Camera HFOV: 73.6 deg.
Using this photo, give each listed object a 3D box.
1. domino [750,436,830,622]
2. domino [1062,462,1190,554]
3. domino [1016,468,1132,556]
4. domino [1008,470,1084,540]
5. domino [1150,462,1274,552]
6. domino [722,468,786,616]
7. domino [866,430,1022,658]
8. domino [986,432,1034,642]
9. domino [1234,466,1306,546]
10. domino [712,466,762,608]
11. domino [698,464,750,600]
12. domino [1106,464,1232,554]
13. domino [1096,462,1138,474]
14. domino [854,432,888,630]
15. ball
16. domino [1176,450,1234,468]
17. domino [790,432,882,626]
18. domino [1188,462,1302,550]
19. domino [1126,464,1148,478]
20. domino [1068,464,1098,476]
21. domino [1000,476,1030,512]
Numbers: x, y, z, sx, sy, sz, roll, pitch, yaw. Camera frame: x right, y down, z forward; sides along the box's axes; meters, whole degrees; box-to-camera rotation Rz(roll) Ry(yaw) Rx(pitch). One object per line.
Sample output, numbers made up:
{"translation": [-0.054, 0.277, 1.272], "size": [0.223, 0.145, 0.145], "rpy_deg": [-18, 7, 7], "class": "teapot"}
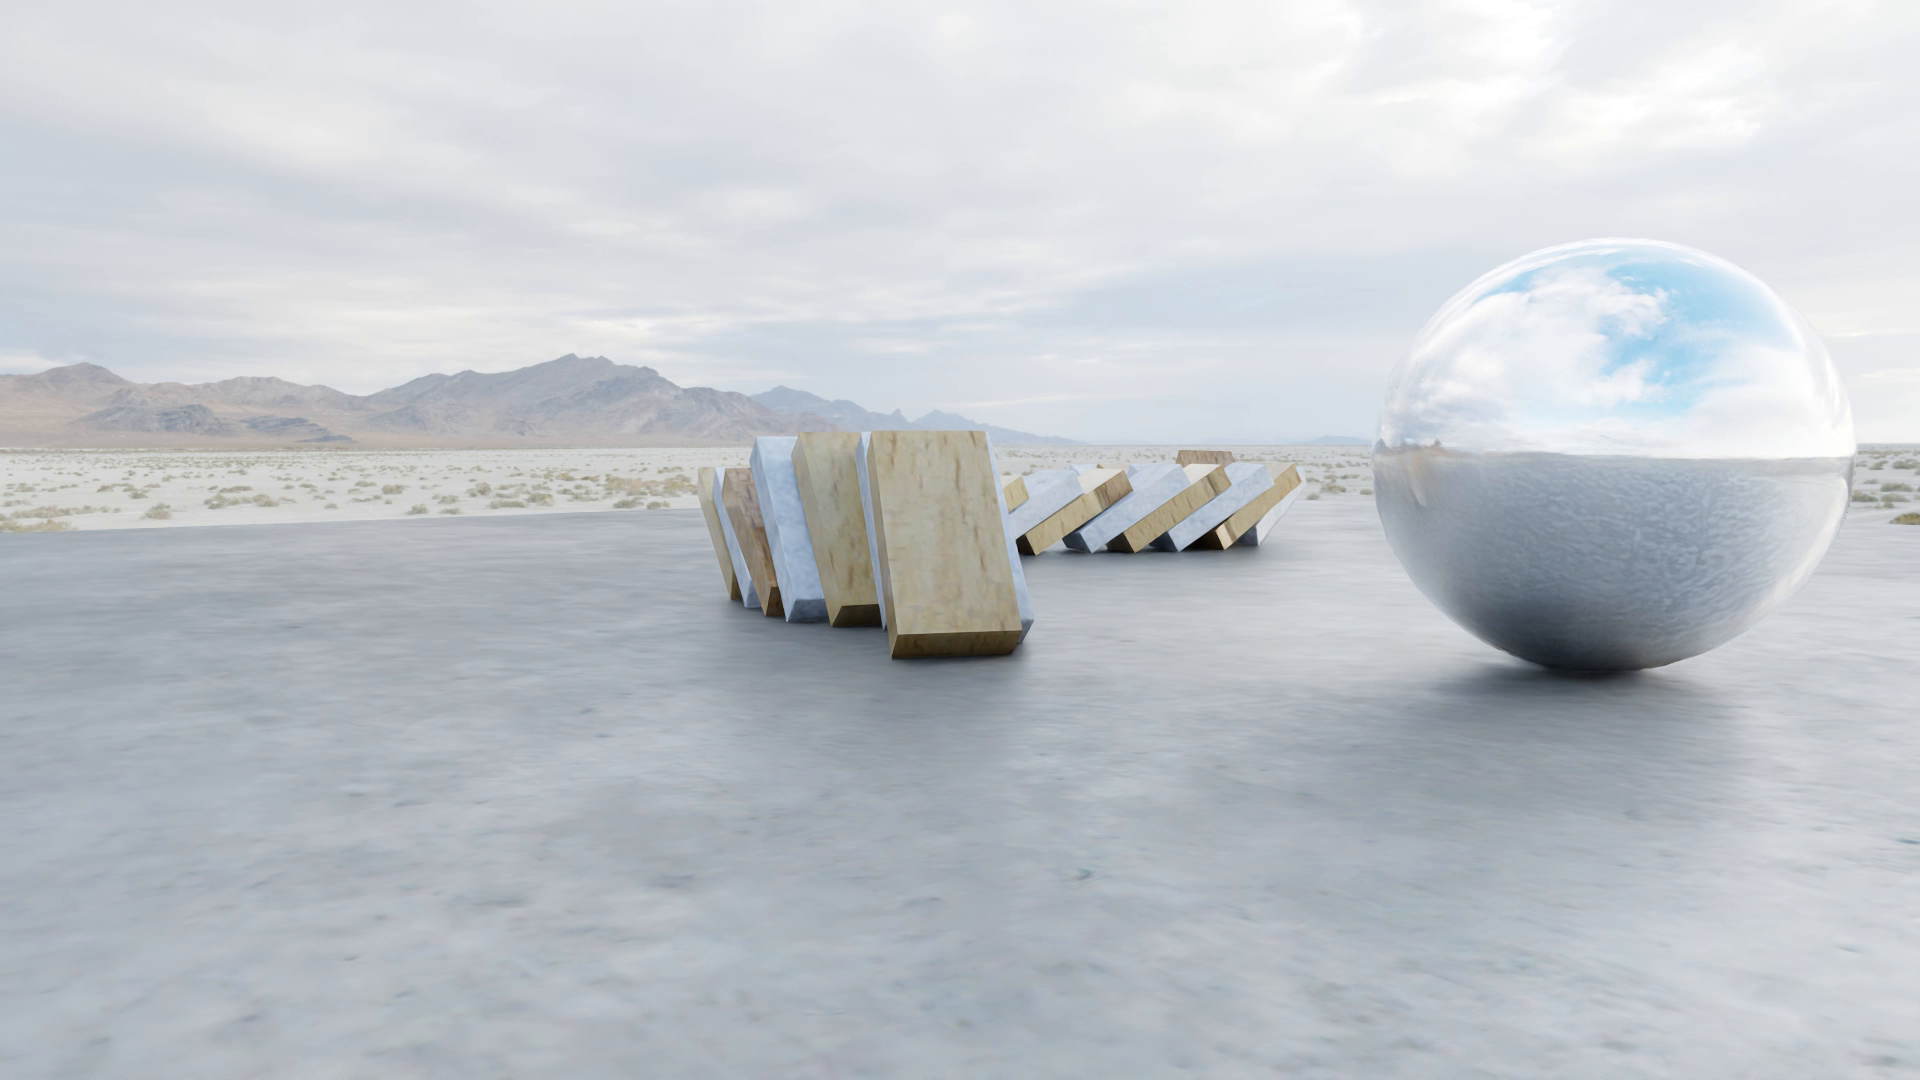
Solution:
{"translation": [-0.035, -0.004, 0.321], "size": [0.025, 0.050, 0.009], "rpy_deg": [-2, -35, -24], "class": "domino"}
{"translation": [0.065, -0.013, 0.512], "size": [0.050, 0.010, 0.025], "rpy_deg": [-34, 14, -13], "class": "domino"}
{"translation": [0.041, -0.012, 0.508], "size": [0.050, 0.009, 0.025], "rpy_deg": [-33, 17, -20], "class": "domino"}
{"translation": [0.021, -0.011, 0.499], "size": [0.050, 0.009, 0.025], "rpy_deg": [-34, 20, -25], "class": "domino"}
{"translation": [0.100, -0.014, 0.521], "size": [0.050, 0.009, 0.025], "rpy_deg": [-34, 14, -13], "class": "domino"}
{"translation": [-0.044, -0.001, 0.337], "size": [0.025, 0.010, 0.050], "rpy_deg": [-3, 39, -25], "class": "domino"}
{"translation": [-0.004, 0.000, 0.268], "size": [0.025, 0.050, 0.009], "rpy_deg": [-1, -33, -13], "class": "domino"}
{"translation": [-0.002, -0.001, 0.281], "size": [0.025, 0.050, 0.009], "rpy_deg": [-1, -33, -17], "class": "domino"}
{"translation": [0.128, -0.017, 0.558], "size": [0.025, 0.009, 0.050], "rpy_deg": [10, 38, 36], "class": "domino"}
{"translation": [-0.051, -0.002, 0.353], "size": [0.025, 0.009, 0.050], "rpy_deg": [-2, 39, -22], "class": "domino"}
{"translation": [-0.059, -0.004, 0.370], "size": [0.025, 0.010, 0.050], "rpy_deg": [-5, 39, -21], "class": "domino"}
{"translation": [0.082, -0.013, 0.516], "size": [0.050, 0.010, 0.025], "rpy_deg": [-34, 14, -14], "class": "domino"}
{"translation": [0.088, -0.020, 0.614], "size": [0.025, 0.010, 0.050], "rpy_deg": [-3, 35, -34], "class": "domino"}
{"translation": [-0.009, -0.003, 0.304], "size": [0.025, 0.050, 0.010], "rpy_deg": [-1, -33, -17], "class": "domino"}
{"translation": [0.119, -0.015, 0.239], "size": [0.080, 0.080, 0.080], "rpy_deg": [0, 4, 0], "class": "ball"}
{"translation": [0.115, -0.021, 0.581], "size": [0.025, 0.009, 0.050], "rpy_deg": [1, 44, -7], "class": "domino"}
{"translation": [-0.023, -0.004, 0.313], "size": [0.025, 0.050, 0.010], "rpy_deg": [-2, -33, -24], "class": "domino"}
{"translation": [0.116, -0.015, 0.534], "size": [0.050, 0.010, 0.025], "rpy_deg": [-38, 21, -23], "class": "domino"}
{"translation": [0.101, -0.019, 0.599], "size": [0.025, 0.009, 0.050], "rpy_deg": [-2, 35, -28], "class": "domino"}
{"translation": [0.076, -0.021, 0.630], "size": [0.025, 0.010, 0.050], "rpy_deg": [-3, 34, -34], "class": "domino"}
{"translation": [0.000, -0.009, 0.486], "size": [0.050, 0.009, 0.025], "rpy_deg": [-34, 23, -32], "class": "domino"}
